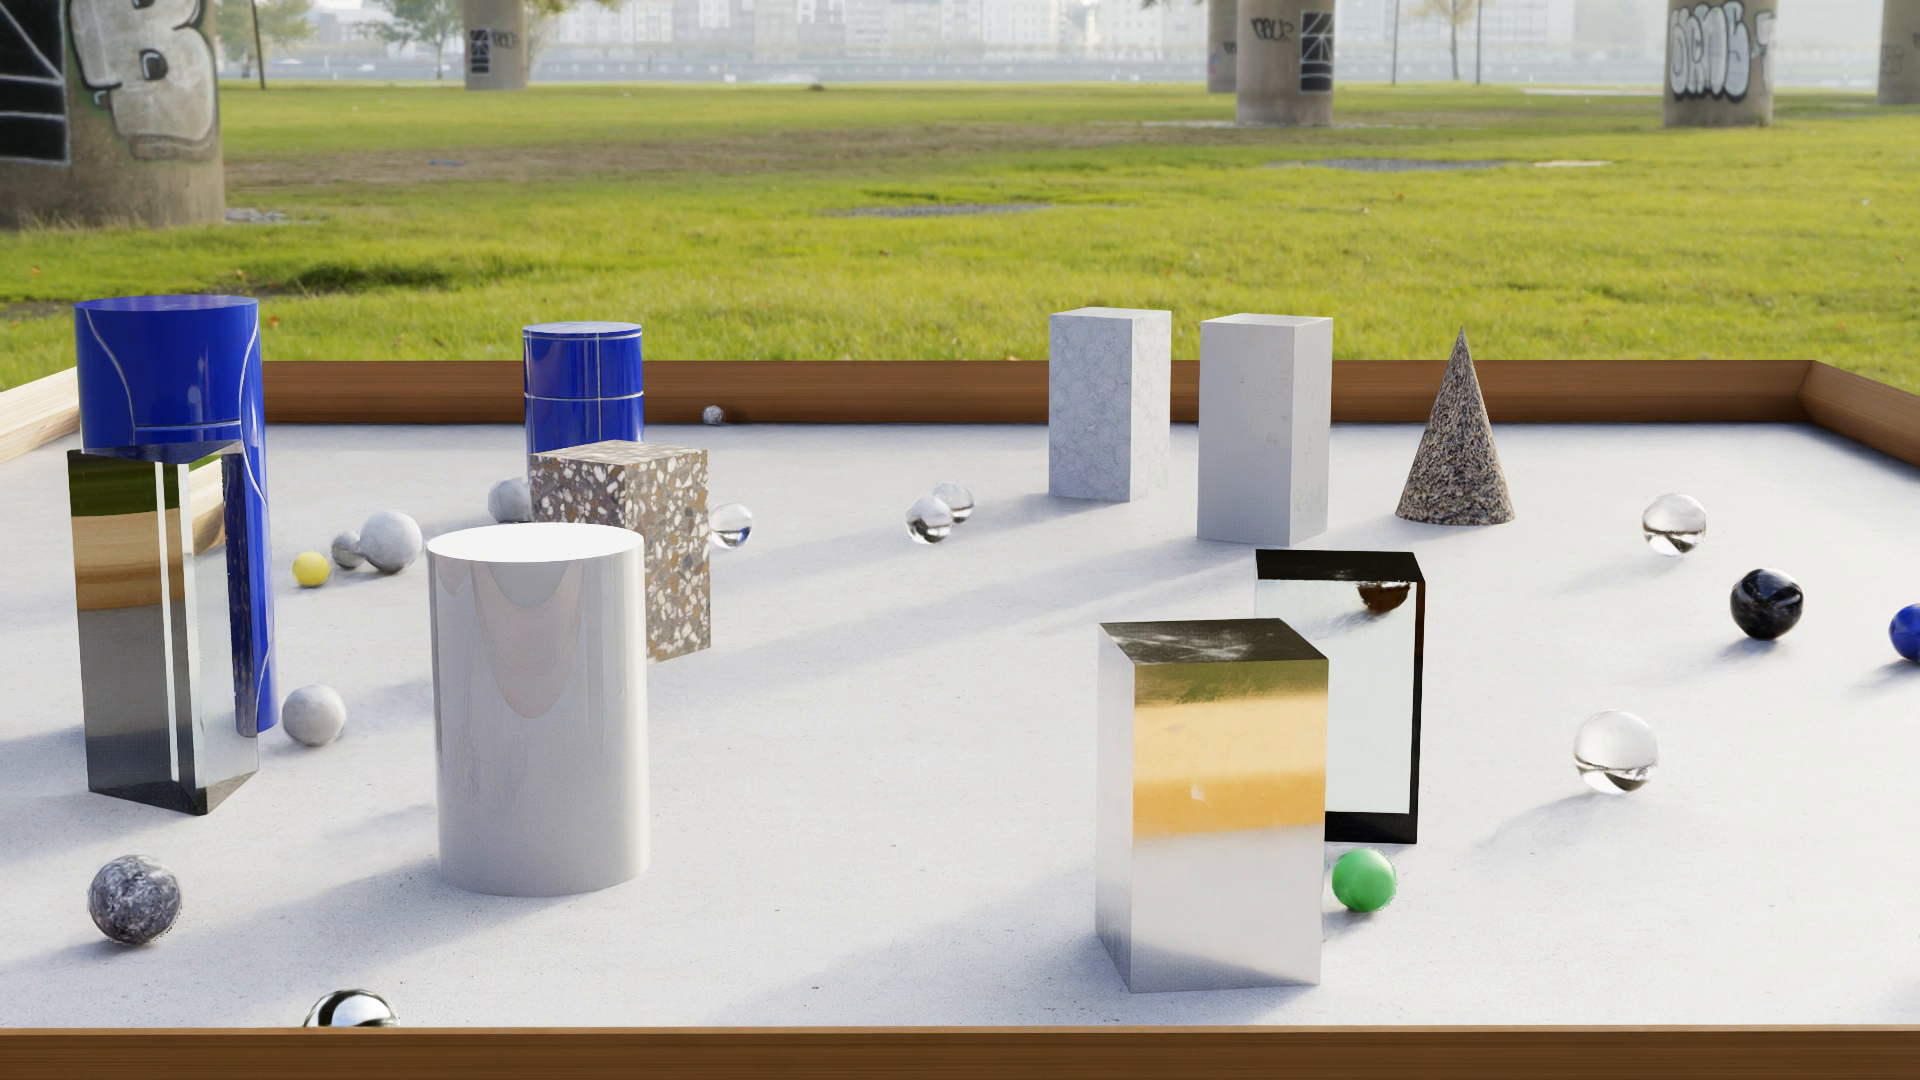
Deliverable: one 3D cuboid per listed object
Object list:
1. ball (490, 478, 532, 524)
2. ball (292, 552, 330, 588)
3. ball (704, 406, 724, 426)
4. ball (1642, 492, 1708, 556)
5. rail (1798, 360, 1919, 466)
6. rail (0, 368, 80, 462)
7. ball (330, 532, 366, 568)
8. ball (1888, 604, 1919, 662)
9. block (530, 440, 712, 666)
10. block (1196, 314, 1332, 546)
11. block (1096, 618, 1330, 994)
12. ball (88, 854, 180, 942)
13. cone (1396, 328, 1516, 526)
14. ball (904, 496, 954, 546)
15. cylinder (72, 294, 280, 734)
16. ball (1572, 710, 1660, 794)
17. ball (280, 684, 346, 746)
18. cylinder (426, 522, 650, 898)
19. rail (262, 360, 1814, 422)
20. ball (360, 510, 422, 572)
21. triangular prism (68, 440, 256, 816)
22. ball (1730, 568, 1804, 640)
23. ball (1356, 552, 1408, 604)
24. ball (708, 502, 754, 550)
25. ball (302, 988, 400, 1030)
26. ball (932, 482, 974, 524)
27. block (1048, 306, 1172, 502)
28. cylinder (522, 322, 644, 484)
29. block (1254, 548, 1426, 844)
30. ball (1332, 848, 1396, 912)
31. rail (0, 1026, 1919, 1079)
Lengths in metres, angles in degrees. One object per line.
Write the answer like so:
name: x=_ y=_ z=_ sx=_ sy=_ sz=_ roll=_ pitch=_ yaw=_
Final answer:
ball: x=-0.717 y=-0.063 z=4.110 sx=0.073 sy=0.073 sz=0.073 roll=0 pitch=11 yaw=0
ball: x=-0.914 y=0.041 z=3.612 sx=0.050 sy=0.050 sz=0.050 roll=0 pitch=11 yaw=0
ball: x=-0.501 y=-0.255 z=5.232 sx=0.040 sy=0.040 sz=0.040 roll=0 pitch=11 yaw=0
ball: x=1.068 y=-0.023 z=3.834 sx=0.096 sy=0.096 sz=0.096 roll=0 pitch=11 yaw=0
rail: x=1.742 y=0.030 z=3.459 sx=0.045 sy=0.126 sz=3.700 roll=0 pitch=11 yaw=0
rail: x=-1.742 y=0.034 z=3.439 sx=0.045 sy=0.126 sz=3.700 roll=0 pitch=11 yaw=0
ball: x=-0.891 y=0.015 z=3.744 sx=0.053 sy=0.053 sz=0.053 roll=0 pitch=11 yaw=0
ball: x=1.181 y=0.114 z=3.159 sx=0.073 sy=0.073 sz=0.073 roll=0 pitch=11 yaw=0
block: x=-0.422 y=0.015 z=3.199 sx=0.155 sy=0.253 sz=0.155 roll=7 pitch=13 yaw=34
block: x=0.474 y=-0.174 z=3.988 sx=0.155 sy=0.337 sz=0.155 roll=6 pitch=12 yaw=29
block: x=0.202 y=0.213 z=2.095 sx=0.155 sy=0.268 sz=0.155 roll=-1 pitch=11 yaw=-7
ball: x=-0.693 y=0.300 z=2.153 sx=0.074 sy=0.074 sz=0.074 roll=0 pitch=11 yaw=0
cone: x=0.809 y=-0.194 z=4.161 sx=0.193 sy=0.313 sz=0.193 roll=0 pitch=11 yaw=0
ball: x=-0.048 y=-0.030 z=3.926 sx=0.075 sy=0.075 sz=0.075 roll=0 pitch=11 yaw=0
cylinder: x=-0.860 y=-0.026 z=2.824 sx=0.193 sy=0.471 sz=0.193 roll=0 pitch=11 yaw=0
ball: x=0.662 y=0.214 z=2.587 sx=0.086 sy=0.086 sz=0.086 roll=0 pitch=11 yaw=0
ball: x=-0.698 y=0.189 z=2.770 sx=0.068 sy=0.068 sz=0.068 roll=0 pitch=11 yaw=0
cylinder: x=-0.382 y=0.150 z=2.337 sx=0.193 sy=0.302 sz=0.193 roll=0 pitch=11 yaw=0
rail: x=-0.011 y=-0.301 z=5.245 sx=3.531 sy=0.126 sz=0.045 roll=0 pitch=11 yaw=0
ball: x=-0.825 y=0.002 z=3.720 sx=0.089 sy=0.089 sz=0.089 roll=0 pitch=11 yaw=0
triangular prism: x=-0.774 y=0.080 z=2.589 sx=0.167 sy=0.349 sz=0.145 roll=7 pitch=12 yaw=32
ball: x=1.032 y=0.081 z=3.282 sx=0.093 sy=0.093 sz=0.093 roll=0 pitch=11 yaw=0
ball: x=0.576 y=0.051 z=3.503 sx=0.072 sy=0.072 sz=0.072 roll=0 pitch=11 yaw=0
ball: x=-0.348 y=-0.021 z=3.892 sx=0.071 sy=0.071 sz=0.071 roll=0 pitch=11 yaw=0
ball: x=-0.440 y=0.359 z=1.853 sx=0.069 sy=0.069 sz=0.069 roll=0 pitch=11 yaw=0
ball: x=-0.013 y=-0.059 z=4.098 sx=0.069 sy=0.069 sz=0.069 roll=0 pitch=11 yaw=0
block: x=0.256 y=-0.235 z=4.390 sx=0.155 sy=0.309 sz=0.155 roll=6 pitch=12 yaw=29
cylinder: x=-0.617 y=-0.199 z=4.216 sx=0.193 sy=0.302 sz=0.193 roll=0 pitch=11 yaw=0
block: x=0.362 y=0.148 z=2.485 sx=0.155 sy=0.252 sz=0.155 roll=1 pitch=11 yaw=5
ball: x=0.350 y=0.296 z=2.231 sx=0.055 sy=0.055 sz=0.055 roll=0 pitch=11 yaw=0
rail: x=0.011 y=0.366 z=1.654 sx=3.531 sy=0.126 sz=0.045 roll=0 pitch=11 yaw=0
